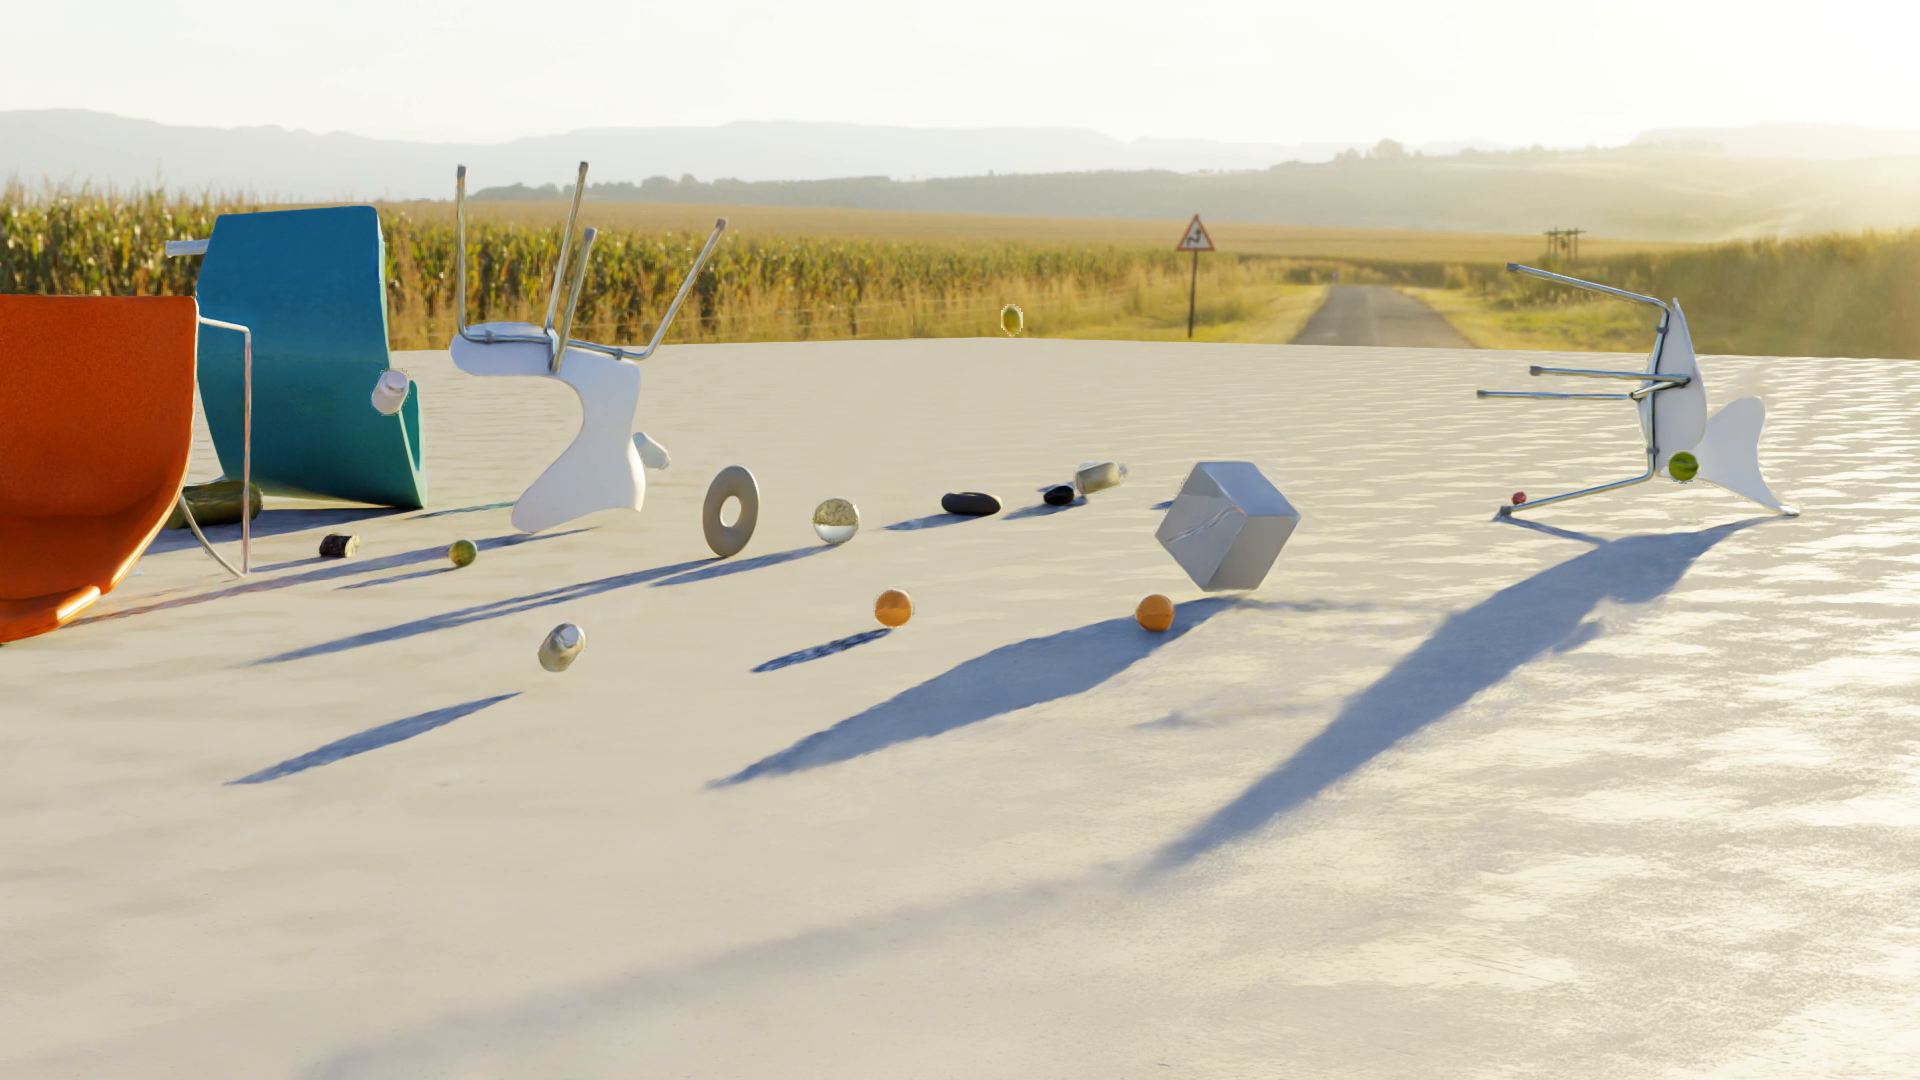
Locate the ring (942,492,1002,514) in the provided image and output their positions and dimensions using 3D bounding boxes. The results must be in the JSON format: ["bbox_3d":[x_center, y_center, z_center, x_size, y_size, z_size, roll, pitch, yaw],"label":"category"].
[{"bbox_3d":[0.033,-0.102,7.135,0.155,0.055,0.184,9,8,43],"label":"ring"}]

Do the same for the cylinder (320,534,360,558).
[{"bbox_3d":[-1.461,0.014,6.042,0.066,0.042,0.081,1,25,13],"label":"cylinder"}]

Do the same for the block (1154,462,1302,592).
[{"bbox_3d":[0.557,-0.028,5.342,0.165,0.199,0.180,-1,40,-41],"label":"block"}]

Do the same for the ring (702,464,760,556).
[{"bbox_3d":[-0.536,-0.068,6.001,0.131,0.226,0.052,7,15,-12],"label":"ring"}]

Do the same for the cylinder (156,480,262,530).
[{"bbox_3d":[-1.983,-0.094,6.778,0.116,0.113,0.256,-6,2,32],"label":"cylinder"}]

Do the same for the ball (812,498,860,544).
[{"bbox_3d":[-0.304,-0.047,6.305,0.116,0.116,0.116,0,6,0],"label":"ball"}]

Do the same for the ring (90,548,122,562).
[{"bbox_3d":[-1.985,0.035,5.964,0.060,0.022,0.106,2,7,12],"label":"ring"}]
